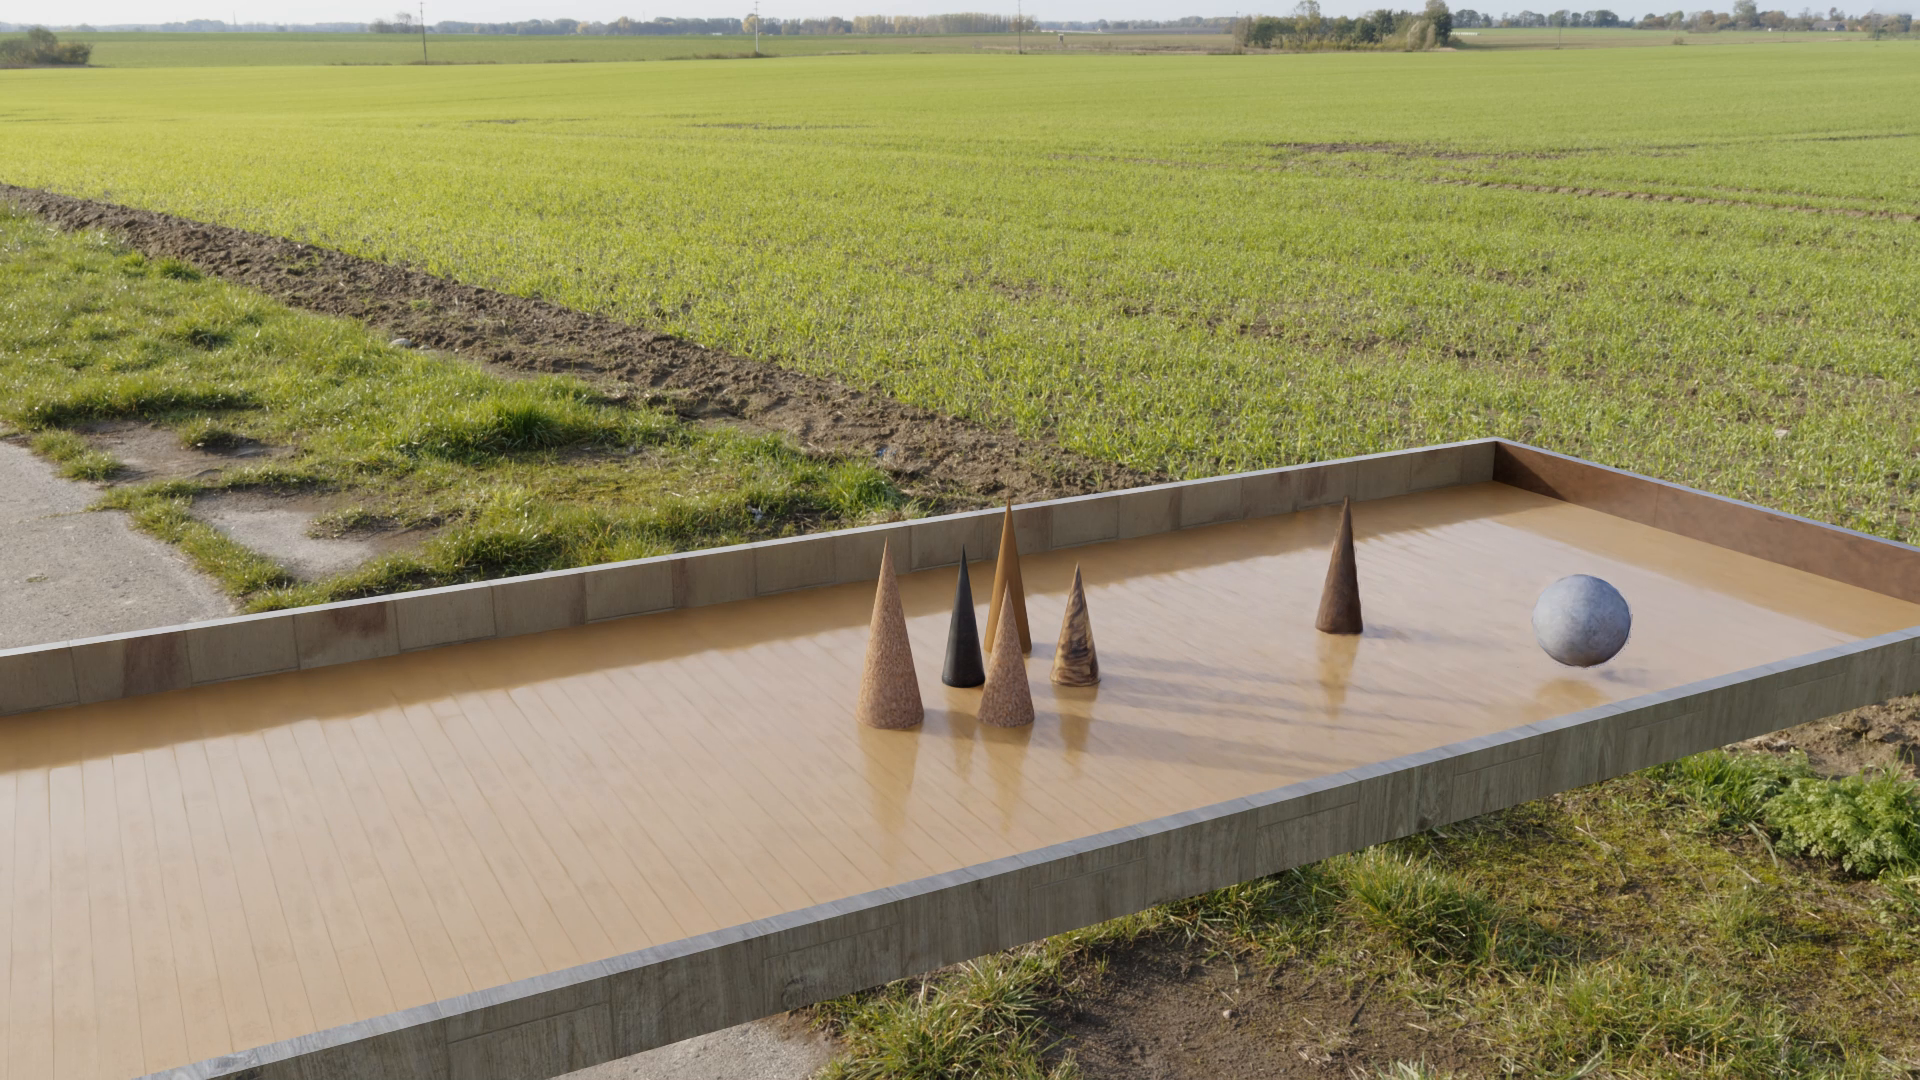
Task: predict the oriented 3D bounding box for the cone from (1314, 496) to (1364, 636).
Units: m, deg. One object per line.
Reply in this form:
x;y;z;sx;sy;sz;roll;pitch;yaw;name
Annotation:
1.042;0.055;4.485;0.132;0.385;0.132;0;16;0;cone

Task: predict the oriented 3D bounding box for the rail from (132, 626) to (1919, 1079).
-2.336;1.006;1.665;12.000;0.150;0.050;-9;18;-27;rail

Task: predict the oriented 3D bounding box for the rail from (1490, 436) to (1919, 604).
2.466;-0.048;5.253;0.050;0.150;2.100;-9;18;-27;rail

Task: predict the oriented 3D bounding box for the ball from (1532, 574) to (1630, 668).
1.569;0.205;4.167;0.234;0.234;0.234;0;16;0;ball

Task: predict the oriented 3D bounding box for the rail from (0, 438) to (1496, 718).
-3.305;0.497;3.399;12.000;0.150;0.050;-9;18;-27;rail

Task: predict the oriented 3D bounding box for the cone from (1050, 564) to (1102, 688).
0.292;0.199;4.124;0.130;0.313;0.130;0;16;0;cone

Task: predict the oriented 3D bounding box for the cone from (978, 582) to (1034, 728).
0.110;0.256;3.878;0.136;0.342;0.136;0;16;0;cone

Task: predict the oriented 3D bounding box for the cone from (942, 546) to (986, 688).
0.009;0.180;4.105;0.111;0.359;0.111;0;16;0;cone

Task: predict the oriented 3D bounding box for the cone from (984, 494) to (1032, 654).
0.127;0.082;4.327;0.129;0.422;0.129;0;16;0;cone

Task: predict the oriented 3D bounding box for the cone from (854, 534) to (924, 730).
-0.168;0.202;3.866;0.166;0.452;0.166;0;16;0;cone
